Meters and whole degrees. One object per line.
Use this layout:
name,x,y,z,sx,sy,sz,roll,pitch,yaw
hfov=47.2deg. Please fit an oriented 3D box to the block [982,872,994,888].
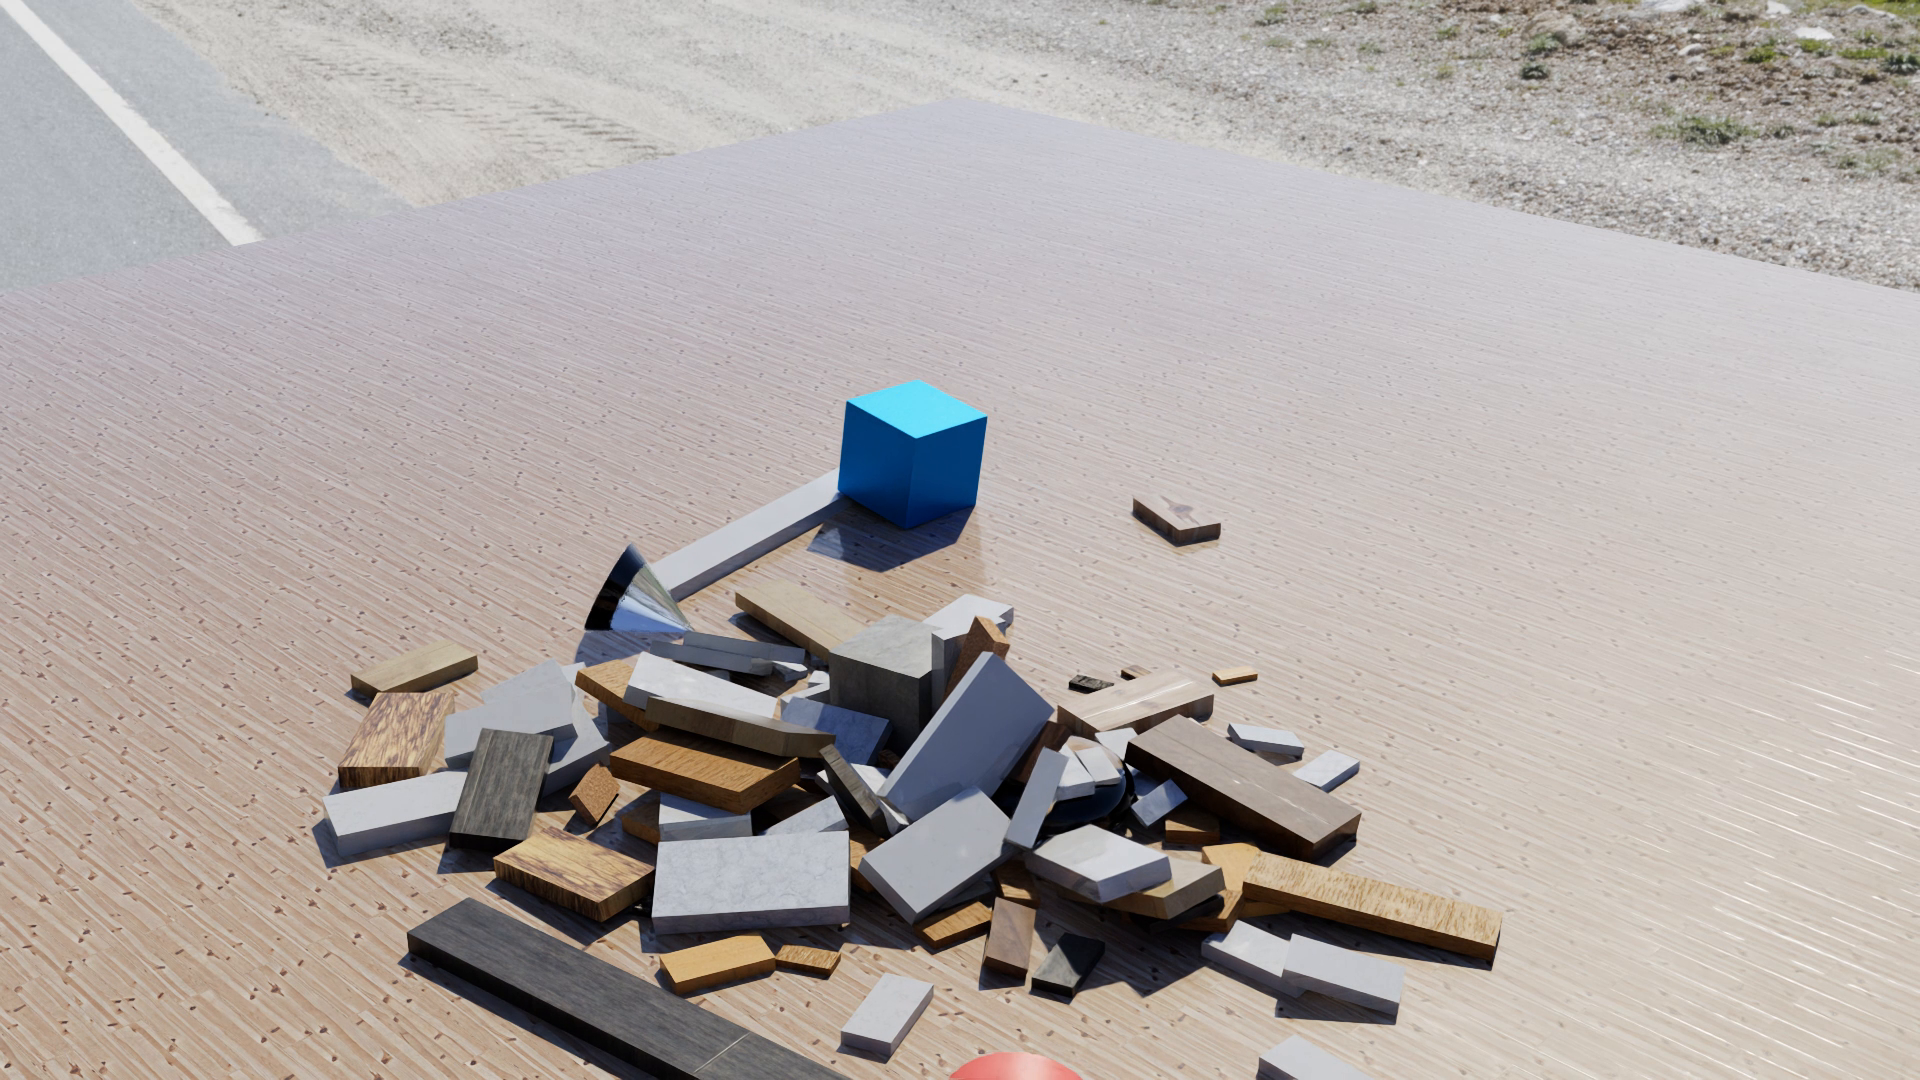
block,0.005,0.649,4.211,0.112,0.016,0.056,-2,23,-6

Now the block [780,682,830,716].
block,-0.292,0.365,4.766,0.209,0.104,0.030,-17,28,-34

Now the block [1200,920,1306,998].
block,0.548,0.750,3.955,0.205,0.029,0.103,19,29,37

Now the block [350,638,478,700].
block,-1.241,0.299,5.010,0.127,0.036,0.254,20,30,39

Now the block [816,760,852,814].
block,-0.206,0.515,4.460,0.084,0.024,0.168,-22,47,-41

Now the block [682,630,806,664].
block,-0.495,0.246,5.031,0.254,0.036,0.127,7,-3,33

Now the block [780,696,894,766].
block,-0.271,0.407,4.601,0.236,0.033,0.118,12,56,26

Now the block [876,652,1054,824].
block,0.013,0.416,4.322,0.359,0.180,0.051,-52,19,-17

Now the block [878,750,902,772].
block,-0.110,0.499,4.478,0.024,0.084,0.168,-15,27,-32

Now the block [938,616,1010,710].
block,0.001,0.349,4.478,0.036,0.373,0.127,14,17,-23

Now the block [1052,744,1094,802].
block,0.181,0.453,4.375,0.105,0.030,0.210,-9,25,-16

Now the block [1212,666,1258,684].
block,0.627,0.308,5.017,0.092,0.013,0.046,-9,24,-20

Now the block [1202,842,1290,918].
block,0.544,0.647,4.197,0.106,0.030,0.211,-5,23,-11

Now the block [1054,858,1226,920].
block,0.331,0.636,4.088,0.151,0.043,0.302,-20,13,-36

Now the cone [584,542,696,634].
cone,-0.731,0.166,5.233,0.237,0.237,0.237,28,25,-1

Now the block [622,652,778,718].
block,-0.559,0.346,4.748,0.314,0.044,0.157,20,24,-5

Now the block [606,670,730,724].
block,-0.648,0.347,4.892,0.277,0.039,0.139,-4,23,-10

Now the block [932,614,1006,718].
block,0.018,0.323,4.597,0.157,0.314,0.044,-16,28,-33

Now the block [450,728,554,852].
block,-0.914,0.501,4.401,0.148,0.042,0.297,7,38,-2

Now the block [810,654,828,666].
block,-0.321,0.260,5.128,0.058,0.016,0.116,-3,23,-8

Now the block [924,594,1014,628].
block,-0.003,0.208,5.222,0.137,0.039,0.274,14,27,30

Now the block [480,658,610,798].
block,-0.875,0.394,4.642,0.175,0.050,0.351,-26,39,-14

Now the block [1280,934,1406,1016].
block,0.675,0.764,3.870,0.205,0.029,0.103,15,30,11

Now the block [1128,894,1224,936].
block,0.396,0.673,4.027,0.157,0.022,0.079,-16,20,-21

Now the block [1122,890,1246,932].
block,0.414,0.681,4.077,0.205,0.029,0.103,1,21,26

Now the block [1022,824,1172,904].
block,0.253,0.603,4.111,0.151,0.043,0.302,-16,11,-23

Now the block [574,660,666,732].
block,-0.702,0.341,4.774,0.251,0.036,0.126,28,24,29

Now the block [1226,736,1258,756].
block,0.513,0.461,4.636,0.211,0.030,0.106,-6,24,-14

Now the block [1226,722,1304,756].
block,0.651,0.425,4.684,0.149,0.021,0.075,9,19,-17

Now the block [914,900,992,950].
block,-0.007,0.710,4.061,0.141,0.020,0.071,-15,27,-32

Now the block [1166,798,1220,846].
block,0.467,0.546,4.436,0.106,0.030,0.211,2,23,4

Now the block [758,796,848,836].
block,-0.304,0.563,4.260,0.166,0.023,0.083,-27,32,-6

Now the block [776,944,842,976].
block,-0.274,0.755,3.961,0.108,0.015,0.054,7,24,16

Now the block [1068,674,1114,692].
block,0.297,0.328,4.971,0.092,0.013,0.046,13,26,28

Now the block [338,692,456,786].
block,-1.200,0.424,4.700,0.168,0.048,0.336,0,23,0

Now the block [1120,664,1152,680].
block,0.415,0.311,5.012,0.046,0.013,0.092,-17,28,-34

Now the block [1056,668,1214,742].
block,0.386,0.369,4.834,0.314,0.044,0.157,-15,27,-32

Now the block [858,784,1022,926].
block,-0.031,0.592,4.158,0.302,0.043,0.151,-29,62,-38

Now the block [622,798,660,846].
block,-0.549,0.569,4.350,0.234,0.033,0.117,14,26,41

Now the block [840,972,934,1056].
block,-0.124,0.818,3.800,0.093,0.026,0.186,9,25,20
